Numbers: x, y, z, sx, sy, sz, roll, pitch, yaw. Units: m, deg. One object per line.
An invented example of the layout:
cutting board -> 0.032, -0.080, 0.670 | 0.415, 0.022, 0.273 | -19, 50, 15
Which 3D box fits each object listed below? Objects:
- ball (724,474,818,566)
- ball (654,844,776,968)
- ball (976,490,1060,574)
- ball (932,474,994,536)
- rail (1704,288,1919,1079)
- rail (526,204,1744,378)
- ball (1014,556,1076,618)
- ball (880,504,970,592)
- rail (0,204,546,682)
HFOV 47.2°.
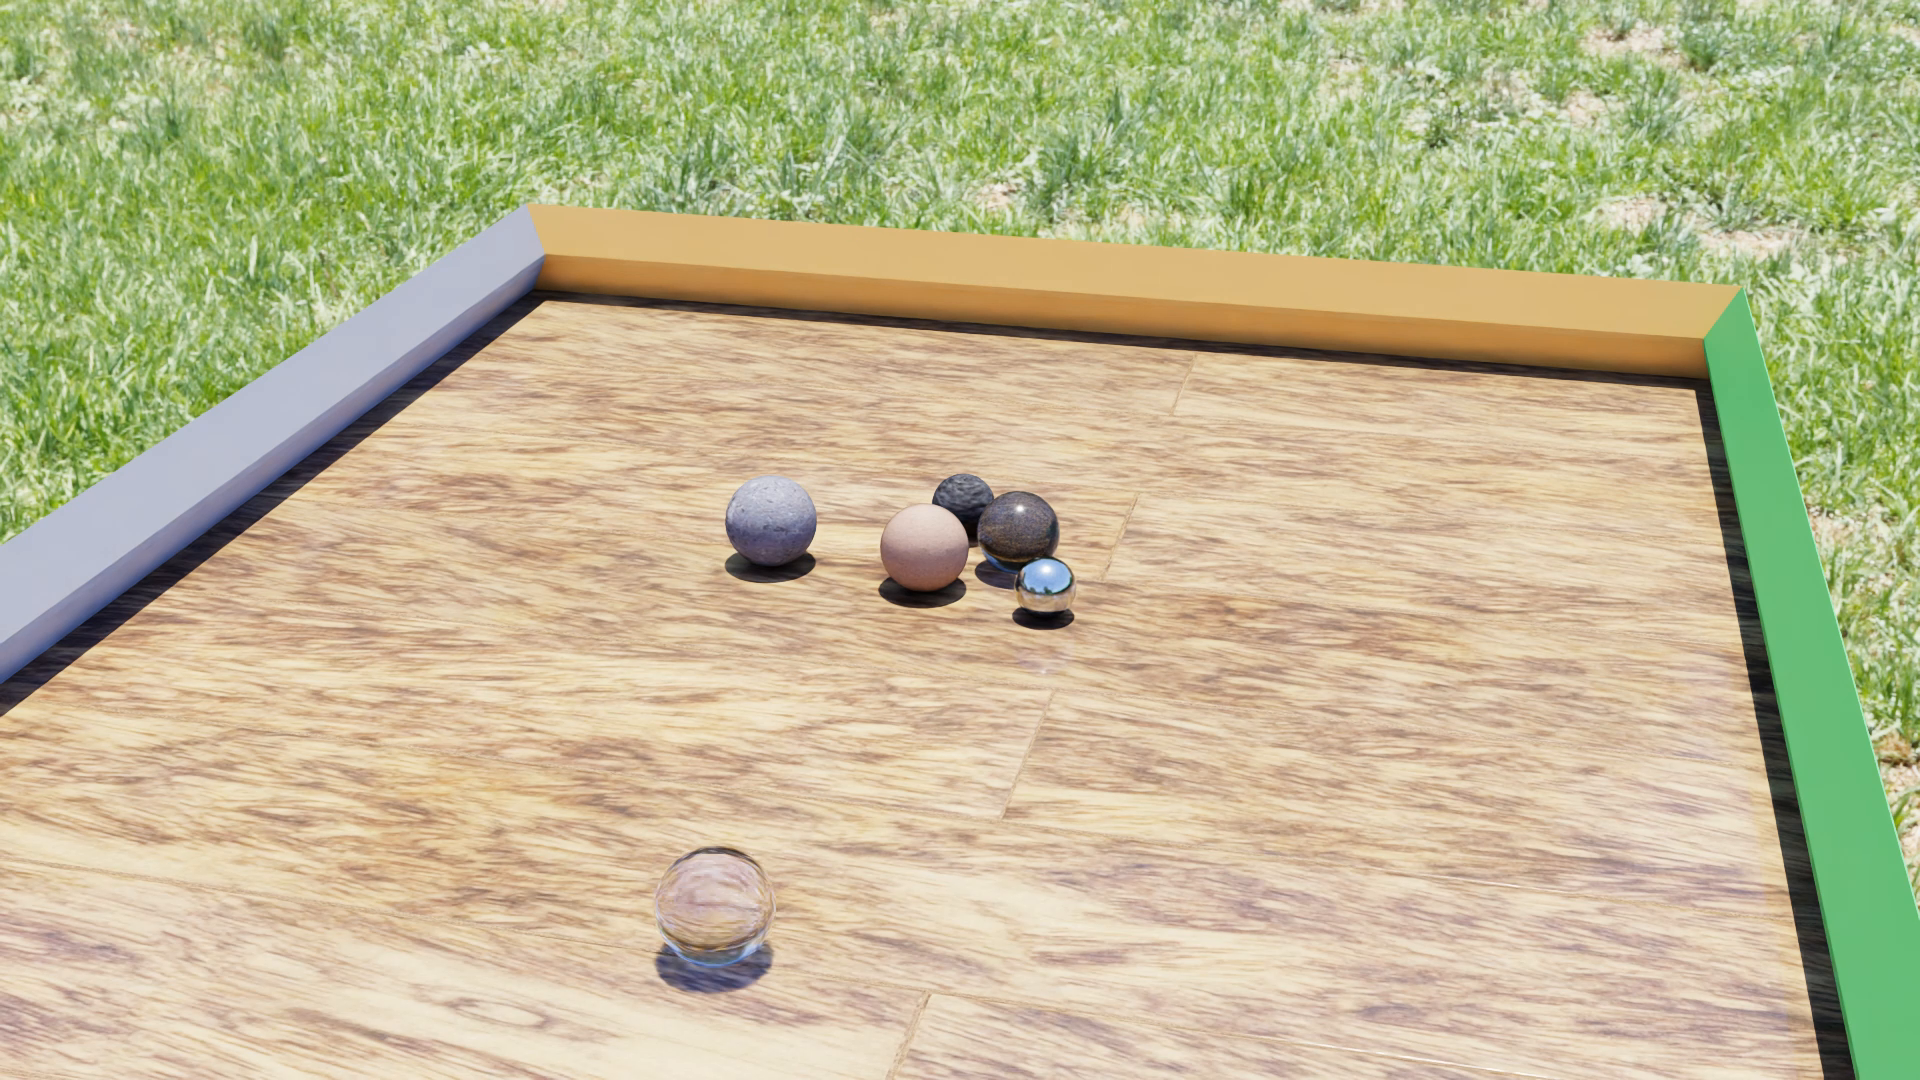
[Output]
ball -> -0.204, -0.021, 2.370 | 0.099, 0.099, 0.099 | 0, 24, 0
ball -> -0.190, 0.284, 1.704 | 0.094, 0.094, 0.094 | 0, 24, 0
ball -> 0.063, -0.008, 2.353 | 0.090, 0.090, 0.090 | 0, 24, 0
ball -> 0.004, -0.038, 2.443 | 0.071, 0.071, 0.071 | 0, 24, 0
rail -> 0.613, 0.389, 1.426 | 0.045, 0.129, 3.304 | 6, 25, 12
rail -> 0.186, -0.343, 3.044 | 1.703, 0.129, 0.045 | 6, 25, 12
ball -> 0.088, 0.048, 2.259 | 0.065, 0.065, 0.065 | 0, 24, 0
ball -> -0.037, 0.008, 2.312 | 0.094, 0.094, 0.094 | 0, 24, 0
rail -> -0.997, 0.231, 1.776 | 0.045, 0.129, 3.304 | 6, 25, 12
